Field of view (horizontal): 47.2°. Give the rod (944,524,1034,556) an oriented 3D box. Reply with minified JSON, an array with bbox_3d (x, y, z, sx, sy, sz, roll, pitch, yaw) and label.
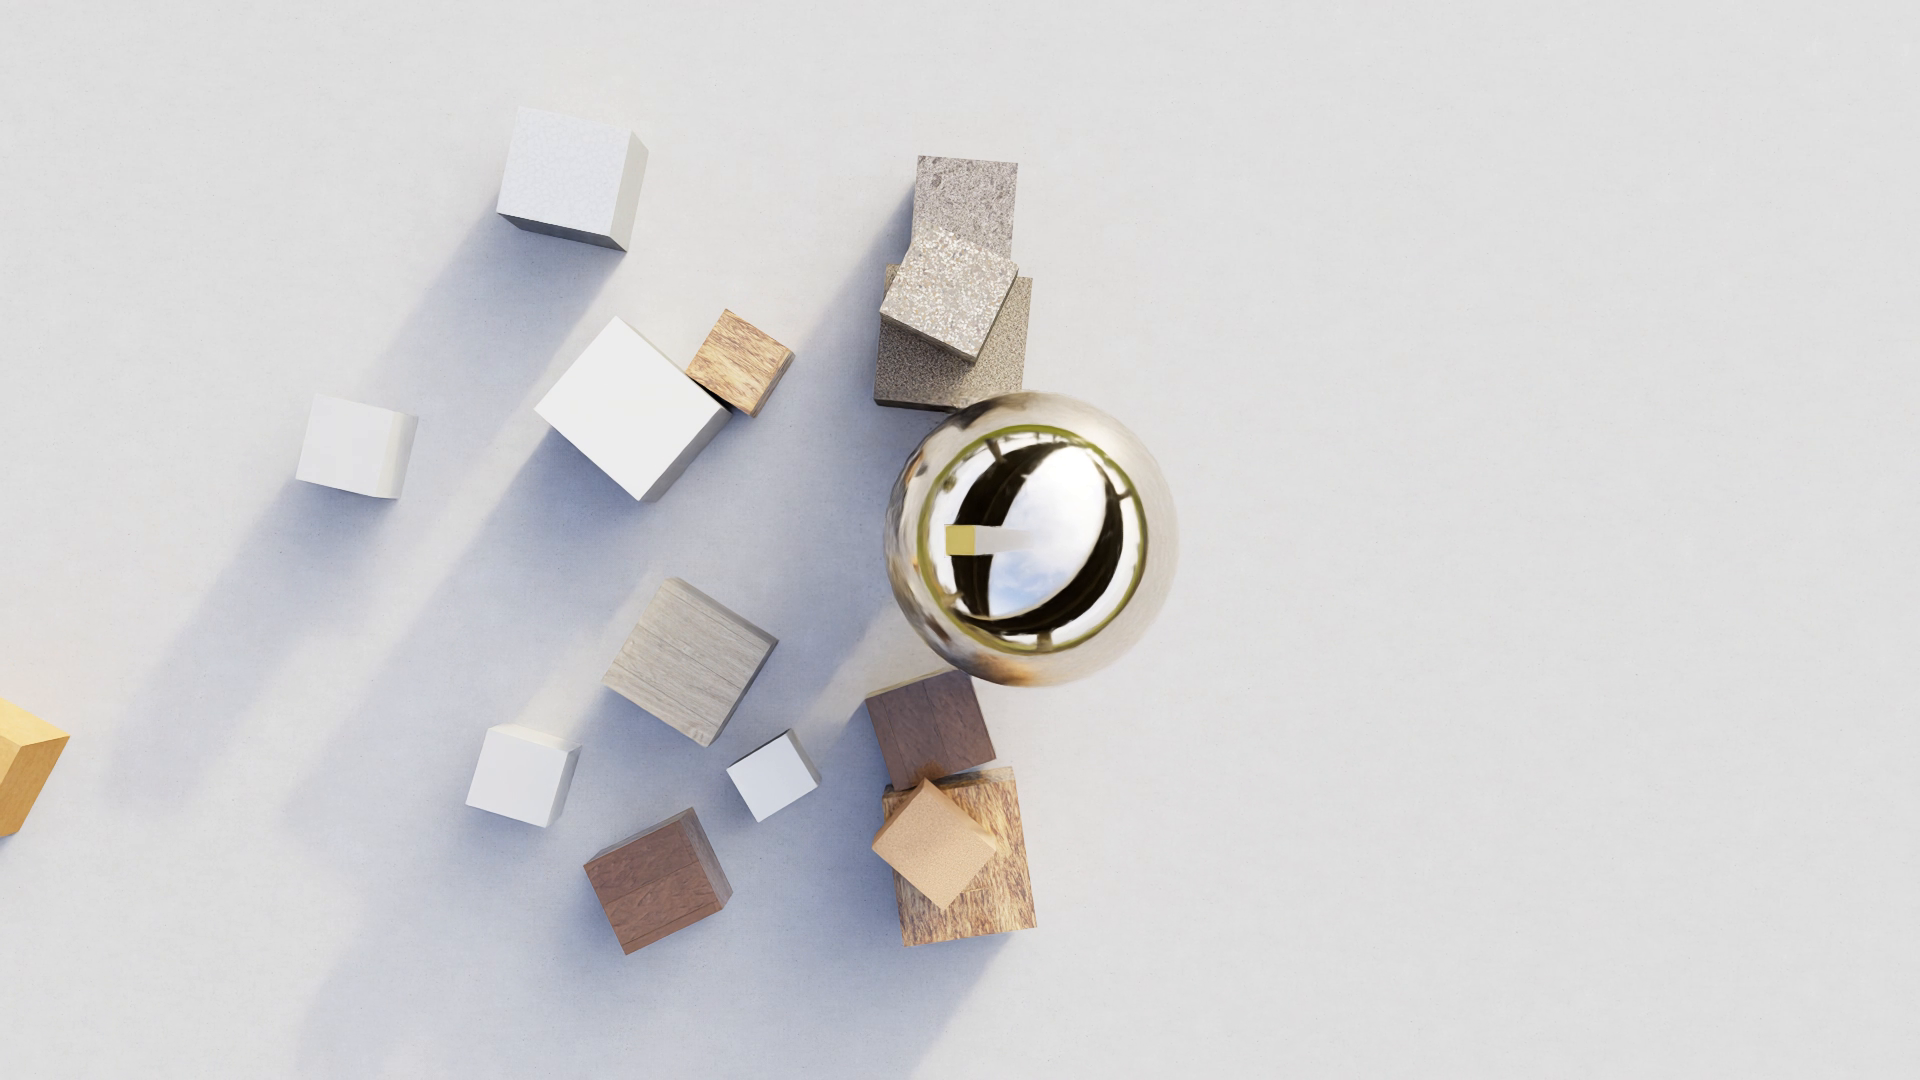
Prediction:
[{"bbox_3d":[0.165,0.000,8.444,0.080,5.200,0.080,0,90,4],"label":"rod"}]

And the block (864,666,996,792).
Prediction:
[{"bbox_3d":[-0.167,1.075,12.750,0.607,0.501,0.558,-18,90,0],"label":"block"}]

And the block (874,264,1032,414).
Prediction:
[{"bbox_3d":[-0.039,-1.130,12.653,0.823,0.693,0.761,6,90,0],"label":"block"}]

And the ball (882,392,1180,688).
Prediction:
[{"bbox_3d":[0.382,0.000,11.837,1.600,1.600,1.600,0,90,0],"label":"ball"}]

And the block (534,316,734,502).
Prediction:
[{"bbox_3d":[-1.857,-0.736,12.634,0.777,0.733,0.696,41,90,0],"label":"block"}]

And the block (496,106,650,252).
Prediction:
[{"bbox_3d":[-2.217,-2.066,12.651,0.647,0.698,0.611,12,90,0],"label":"block"}]

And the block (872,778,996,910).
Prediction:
[{"bbox_3d":[-0.141,1.653,12.001,0.514,0.525,0.426,41,90,0],"label":"block"}]

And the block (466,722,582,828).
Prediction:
[{"bbox_3d":[-2.521,1.355,12.753,0.475,0.495,0.446,17,90,0],"label":"block"}]

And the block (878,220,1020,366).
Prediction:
[{"bbox_3d":[-0.057,-1.348,12.038,0.575,0.538,0.546,25,90,0],"label":"block"}]

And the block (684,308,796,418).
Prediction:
[{"bbox_3d":[-1.275,-1.022,12.800,0.445,0.401,0.443,33,90,0],"label":"block"}]

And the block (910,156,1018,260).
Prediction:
[{"bbox_3d":[0.021,-1.835,12.675,0.565,0.651,0.610,5,90,0],"label":"block"}]

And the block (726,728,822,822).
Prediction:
[{"bbox_3d":[-1.077,1.363,12.792,0.398,0.415,0.354,-31,90,0],"label":"block"}]

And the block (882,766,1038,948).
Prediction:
[{"bbox_3d":[-0.003,1.803,12.632,0.753,0.736,0.834,-9,90,0],"label":"block"}]

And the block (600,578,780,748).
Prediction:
[{"bbox_3d":[-1.547,0.696,12.701,0.706,0.599,0.684,32,90,0],"label":"block"}]

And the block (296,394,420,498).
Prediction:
[{"bbox_3d":[-3.476,-0.537,12.712,0.459,0.575,0.497,13,90,0],"label":"block"}]

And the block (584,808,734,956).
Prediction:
[{"bbox_3d":[-1.732,1.959,12.697,0.604,0.607,0.563,-26,90,0],"label":"block"}]

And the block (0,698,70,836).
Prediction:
[{"bbox_3d":[-5.687,1.287,12.656,0.631,0.689,0.647,28,90,0],"label":"block"}]
